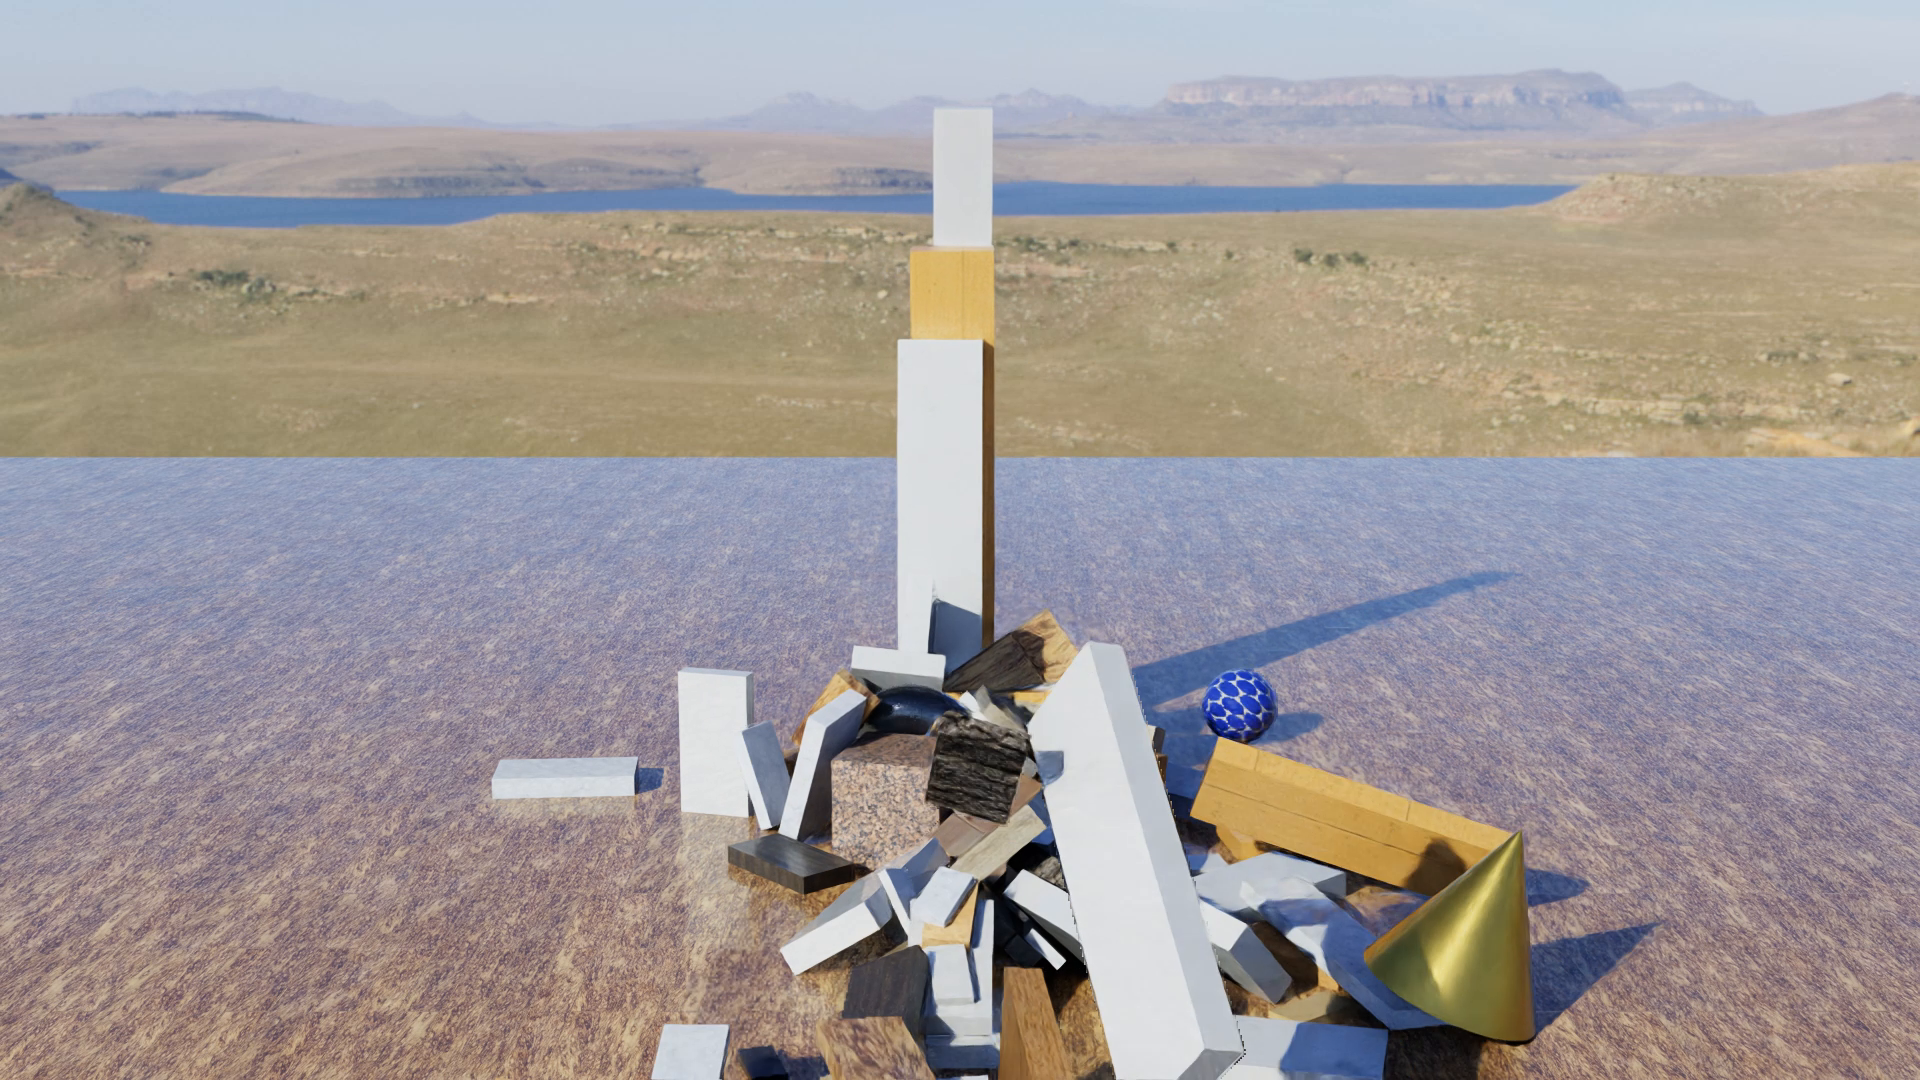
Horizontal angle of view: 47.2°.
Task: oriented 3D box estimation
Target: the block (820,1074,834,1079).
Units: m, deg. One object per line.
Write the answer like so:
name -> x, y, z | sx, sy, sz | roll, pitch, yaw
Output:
block -> -0.205, 0.716, 2.713 | 0.167, 0.024, 0.084 | -29, 13, -2

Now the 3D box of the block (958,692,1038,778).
block -> 0.070, 0.349, 3.948 | 0.092, 0.026, 0.185 | 44, 2, -38

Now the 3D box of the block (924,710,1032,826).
block -> 0.021, 0.285, 2.733 | 0.108, 0.031, 0.217 | 16, -30, 3

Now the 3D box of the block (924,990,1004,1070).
block -> 0.009, 0.678, 3.100 | 0.120, 0.034, 0.240 | -1, 11, -3

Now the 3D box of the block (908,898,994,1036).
block -> -0.014, 0.600, 3.102 | 0.120, 0.034, 0.240 | 1, 32, 1

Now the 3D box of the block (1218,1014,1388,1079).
block -> 0.405, 0.698, 2.962 | 0.329, 0.047, 0.164 | 3, 11, 14

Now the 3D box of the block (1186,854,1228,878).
block -> 0.383, 0.562, 3.763 | 0.143, 0.020, 0.072 | -2, 11, -10

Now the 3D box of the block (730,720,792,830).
block -> -0.355, 0.431, 4.035 | 0.026, 0.183, 0.091 | -19, -2, 34

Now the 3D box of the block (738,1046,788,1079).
block -> -0.268, 0.712, 2.975 | 0.049, 0.014, 0.097 | -3, 11, -17

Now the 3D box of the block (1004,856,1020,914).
block -> 0.120, 0.533, 3.669 | 0.031, 0.109, 0.218 | 8, 12, 16

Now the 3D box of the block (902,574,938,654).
block -> -0.076, 0.170, 4.177 | 0.047, 0.165, 0.330 | 5, -9, 1

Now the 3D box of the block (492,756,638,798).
block -> -0.763, 0.460, 4.264 | 0.268, 0.038, 0.134 | -1, 11, -5

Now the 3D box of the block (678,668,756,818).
block -> -0.451, 0.376, 4.088 | 0.134, 0.268, 0.038 | 3, 11, 16

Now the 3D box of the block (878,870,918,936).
block -> -0.083, 0.550, 3.336 | 0.015, 0.106, 0.053 | -37, -25, 21

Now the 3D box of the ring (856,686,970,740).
ring -> -0.083, 0.397, 3.986 | 0.280, 0.280, 0.093 | 3, 15, 14

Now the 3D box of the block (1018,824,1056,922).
block -> 0.161, 0.525, 3.639 | 0.039, 0.136, 0.273 | 9, 13, 18

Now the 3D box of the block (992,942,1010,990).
block -> 0.009, 0.623, 3.246 | 0.120, 0.034, 0.240 | -1, 0, -1

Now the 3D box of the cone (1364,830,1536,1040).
cone -> 0.743, 0.524, 3.109 | 0.261, 0.261, 0.261 | 19, 13, -5

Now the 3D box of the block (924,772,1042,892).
block -> 0.063, 0.496, 3.779 | 0.136, 0.039, 0.330 | 32, 29, 13

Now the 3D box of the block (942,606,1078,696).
block -> 0.083, 0.296, 4.341 | 0.334, 0.167, 0.047 | -35, 4, 3

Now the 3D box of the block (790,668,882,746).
block -> -0.224, 0.323, 3.947 | 0.091, 0.183, 0.026 | 40, 33, 7

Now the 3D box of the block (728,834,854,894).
block -> -0.291, 0.554, 3.776 | 0.109, 0.031, 0.218 | -9, 14, -40

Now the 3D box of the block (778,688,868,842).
block -> -0.244, 0.405, 3.894 | 0.038, 0.268, 0.134 | 28, 31, 20

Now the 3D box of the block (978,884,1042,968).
block -> 0.067, 0.584, 3.326 | 0.109, 0.031, 0.218 | 44, -1, -1

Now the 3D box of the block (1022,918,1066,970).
block -> 0.127, 0.606, 3.317 | 0.068, 0.019, 0.162 | 44, -1, 3

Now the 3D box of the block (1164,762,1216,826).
block -> 0.404, 0.474, 4.177 | 0.305, 0.043, 0.153 | 10, 14, 43

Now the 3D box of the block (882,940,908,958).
block -> -0.084, 0.615, 3.265 | 0.136, 0.019, 0.068 | -31, 0, -11

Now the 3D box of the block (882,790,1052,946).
block -> 0.030, 0.502, 3.443 | 0.328, 0.046, 0.164 | -42, -5, 22

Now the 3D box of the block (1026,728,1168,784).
block -> 0.229, 0.431, 3.903 | 0.293, 0.147, 0.042 | 9, 7, 39

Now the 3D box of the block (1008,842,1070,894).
block -> 0.216, 0.572, 3.331 | 0.049, 0.171, 0.343 | -49, 25, -10
